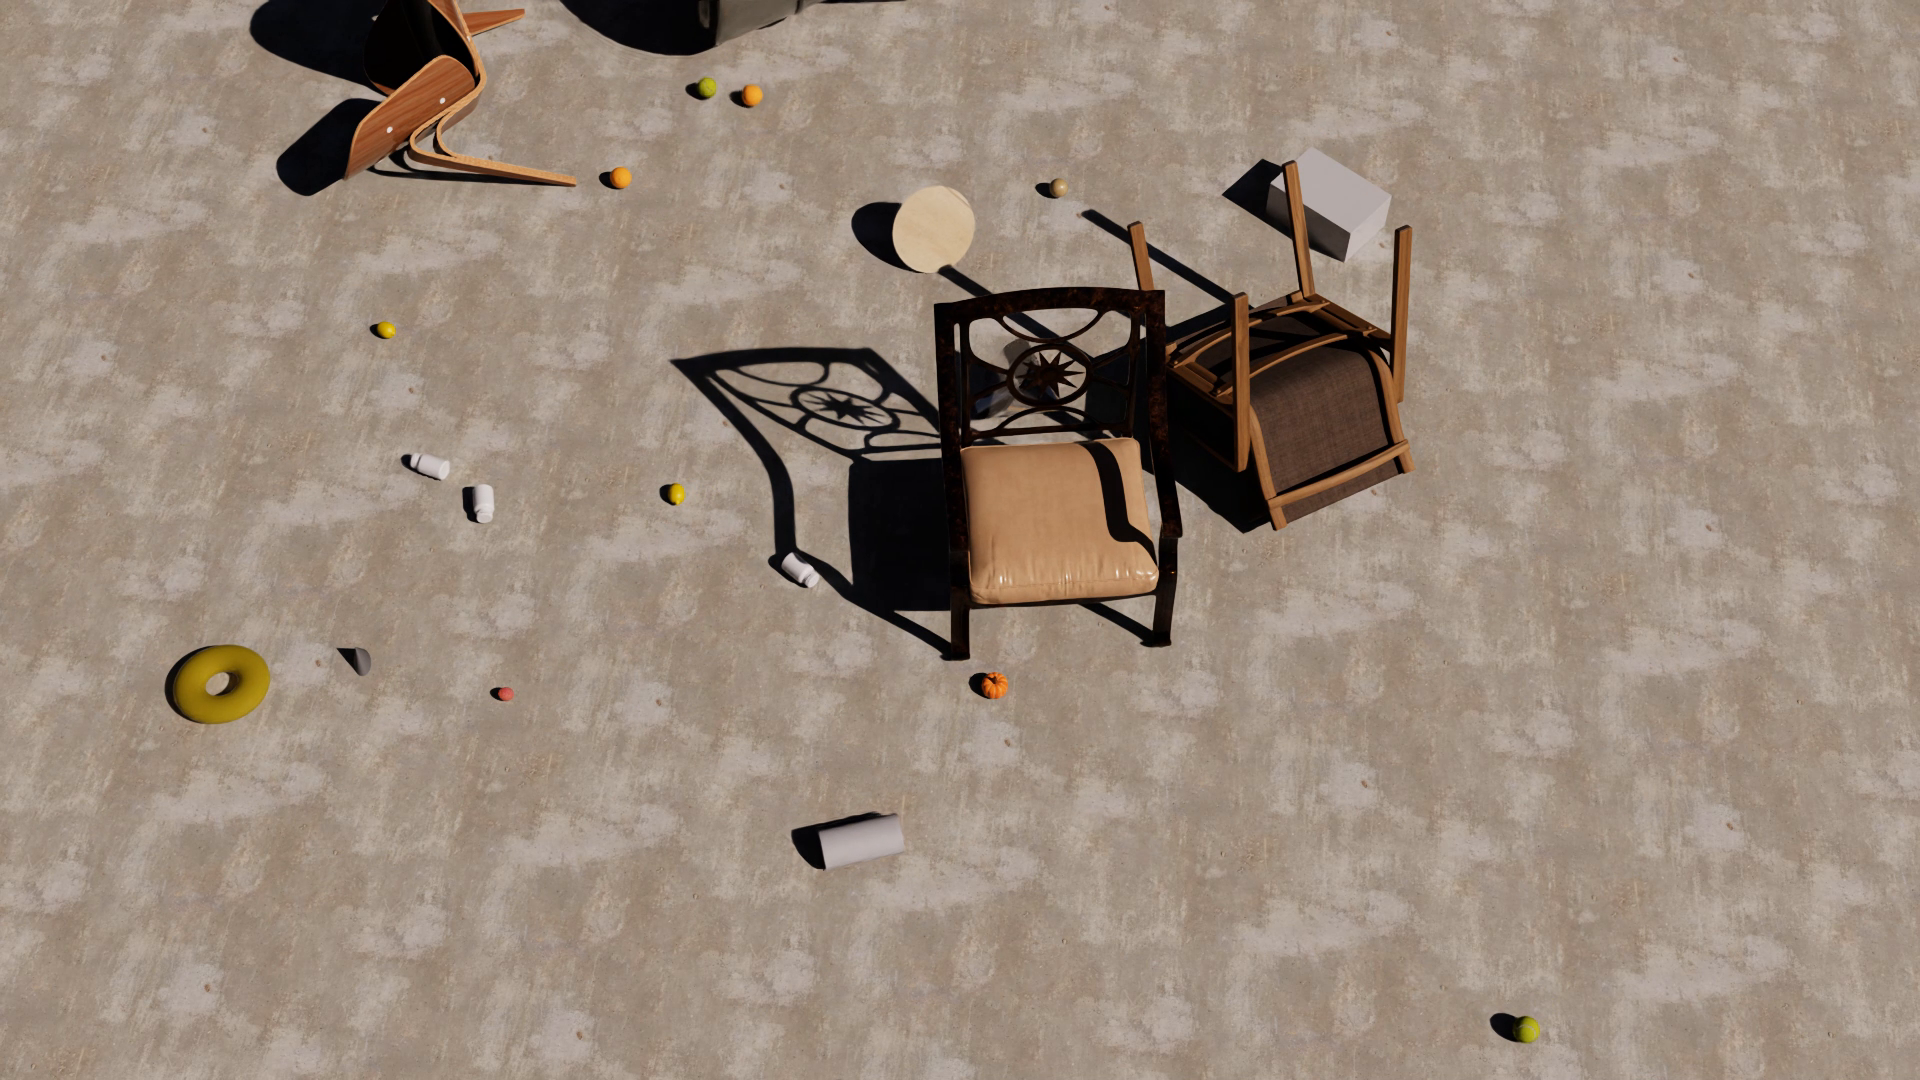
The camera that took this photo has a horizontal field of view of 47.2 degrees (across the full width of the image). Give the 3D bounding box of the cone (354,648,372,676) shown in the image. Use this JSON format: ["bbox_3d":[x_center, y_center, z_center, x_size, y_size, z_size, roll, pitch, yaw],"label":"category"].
[{"bbox_3d":[-1.723,0.328,6.301,0.052,0.087,0.094,-12,57,-8],"label":"cone"}]

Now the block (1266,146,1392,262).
[{"bbox_3d":[1.209,-1.103,7.228,0.326,0.144,0.223,37,64,22],"label":"block"}]

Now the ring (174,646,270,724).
[{"bbox_3d":[-2.102,0.410,6.262,0.272,0.063,0.257,-4,55,-3],"label":"ring"}]

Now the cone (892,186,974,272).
[{"bbox_3d":[-0.103,-1.022,7.199,0.263,0.150,0.289,37,90,-19],"label":"cone"}]

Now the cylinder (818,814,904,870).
[{"bbox_3d":[-0.268,0.819,5.971,0.219,0.085,0.109,-12,78,-8],"label":"cylinder"}]

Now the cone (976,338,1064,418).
[{"bbox_3d":[0.229,-0.450,6.799,0.234,0.312,0.267,26,75,-23],"label":"cone"}]

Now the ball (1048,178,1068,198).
[{"bbox_3d":[0.328,-1.172,7.322,0.064,0.064,0.064,0,56,0],"label":"ball"}]
